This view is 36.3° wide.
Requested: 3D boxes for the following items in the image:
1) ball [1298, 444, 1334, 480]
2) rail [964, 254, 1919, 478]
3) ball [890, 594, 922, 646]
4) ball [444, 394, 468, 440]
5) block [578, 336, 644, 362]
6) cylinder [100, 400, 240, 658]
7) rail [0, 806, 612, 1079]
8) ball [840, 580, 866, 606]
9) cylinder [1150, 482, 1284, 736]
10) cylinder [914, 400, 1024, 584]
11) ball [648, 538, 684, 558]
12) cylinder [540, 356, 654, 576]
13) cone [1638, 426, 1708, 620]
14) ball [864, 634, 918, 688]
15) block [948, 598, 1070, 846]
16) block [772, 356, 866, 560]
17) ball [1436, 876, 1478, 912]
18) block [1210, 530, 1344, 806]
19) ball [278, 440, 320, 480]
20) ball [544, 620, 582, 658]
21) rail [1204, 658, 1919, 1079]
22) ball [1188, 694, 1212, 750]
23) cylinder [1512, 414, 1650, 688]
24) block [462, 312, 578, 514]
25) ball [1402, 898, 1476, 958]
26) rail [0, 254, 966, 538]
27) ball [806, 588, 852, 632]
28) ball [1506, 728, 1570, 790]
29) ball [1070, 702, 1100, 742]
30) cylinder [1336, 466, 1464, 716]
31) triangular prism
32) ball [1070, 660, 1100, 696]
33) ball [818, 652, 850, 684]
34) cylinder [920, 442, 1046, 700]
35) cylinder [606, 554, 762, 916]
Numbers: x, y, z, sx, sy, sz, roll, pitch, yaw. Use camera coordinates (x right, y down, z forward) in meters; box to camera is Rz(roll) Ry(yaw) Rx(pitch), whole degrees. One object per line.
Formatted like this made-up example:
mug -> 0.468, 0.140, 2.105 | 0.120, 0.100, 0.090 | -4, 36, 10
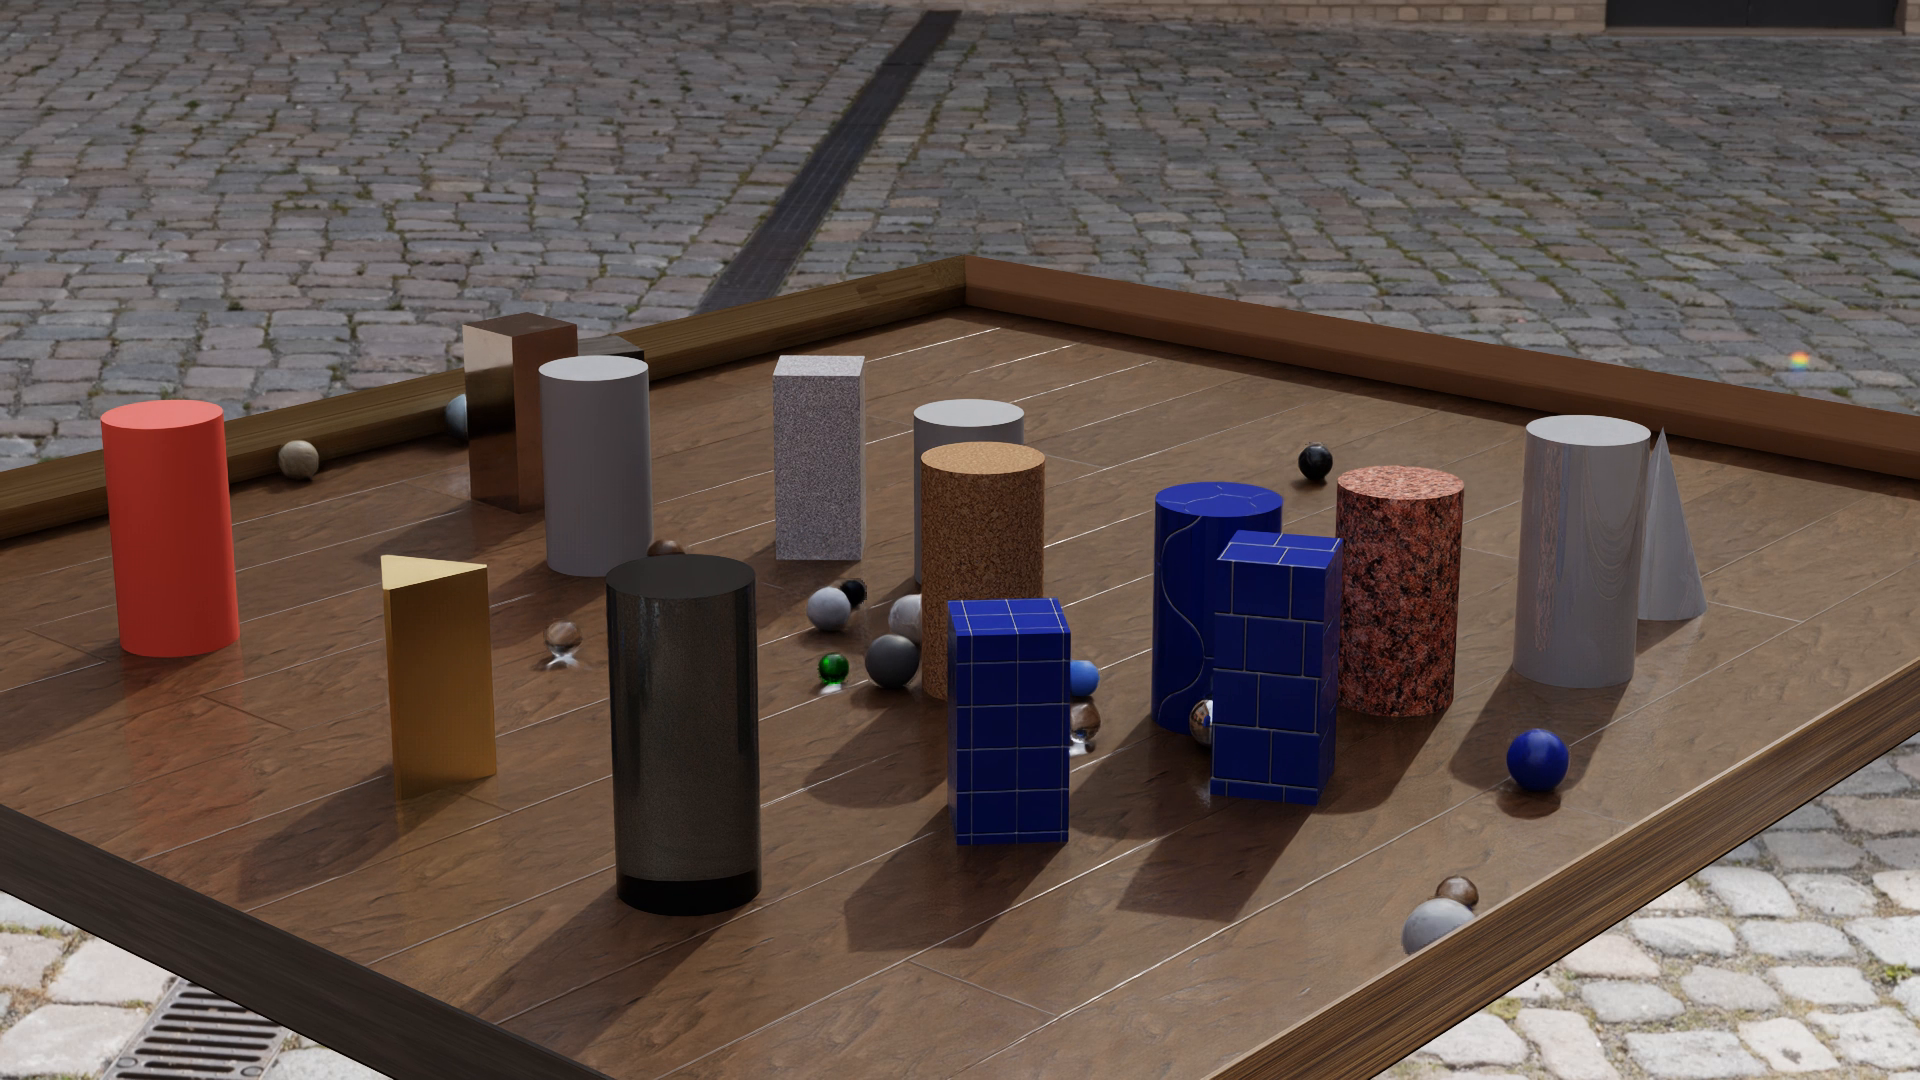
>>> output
ball -> 0.708, -0.155, 5.840 | 0.070, 0.070, 0.070 | 0, 17, 0
rail -> 1.173, -0.359, 6.414 | 3.121, 0.126, 0.045 | 14, 22, 39
ball -> -0.074, 0.132, 4.858 | 0.087, 0.087, 0.087 | 0, 17, 0
ball -> -1.031, -0.257, 6.133 | 0.095, 0.095, 0.095 | 0, 17, 0
block -> -0.735, -0.271, 5.922 | 0.155, 0.245, 0.155 | -8, 19, -26
cylinder -> -1.303, -0.021, 4.845 | 0.194, 0.387, 0.194 | 0, 17, 0
rail -> -1.173, 0.422, 3.826 | 3.121, 0.126, 0.045 | 14, 22, 39
ball -> -0.186, 0.091, 5.068 | 0.045, 0.045, 0.045 | 0, 17, 0
cylinder -> 0.392, 0.105, 4.493 | 0.194, 0.349, 0.194 | 0, 17, 0
cylinder -> 0.016, -0.079, 5.185 | 0.194, 0.302, 0.194 | 0, 17, 0
ball -> -0.524, 0.029, 5.233 | 0.067, 0.067, 0.067 | 0, 17, 0
cylinder -> -0.652, -0.134, 5.269 | 0.194, 0.359, 0.194 | 0, 17, 0
cone -> 1.197, -0.042, 5.039 | 0.194, 0.316, 0.194 | 0, 17, 0
ball -> -0.109, 0.192, 4.661 | 0.086, 0.086, 0.086 | 0, 17, 0
block -> 0.066, 0.251, 4.085 | 0.155, 0.305, 0.155 | -1, 17, -5
block -> -0.254, -0.151, 5.351 | 0.155, 0.344, 0.155 | 0, 17, 2
ball -> 0.646, 0.464, 3.813 | 0.056, 0.056, 0.056 | 0, 17, 0
block -> 0.457, 0.182, 4.229 | 0.155, 0.354, 0.155 | 5, 17, 16
ball -> -1.316, -0.159, 5.835 | 0.080, 0.080, 0.080 | 0, 17, 0
ball -> -0.649, 0.161, 4.804 | 0.062, 0.062, 0.062 | 0, 17, 0
rail -> 1.160, 0.323, 4.156 | 0.045, 0.126, 3.627 | 14, 22, 39
ball -> 0.386, 0.272, 4.397 | 0.086, 0.086, 0.086 | 0, 17, 0
cylinder -> 0.995, 0.017, 4.699 | 0.194, 0.399, 0.194 | 0, 17, 0
block -> -0.843, -0.247, 5.663 | 0.155, 0.347, 0.155 | 16, 23, 42
ball -> 0.599, 0.494, 3.643 | 0.097, 0.097, 0.097 | 0, 17, 0
rail -> -1.160, -0.259, 6.085 | 0.045, 0.126, 3.627 | 14, 22, 39
ball -> -0.221, 0.117, 4.932 | 0.074, 0.074, 0.074 | 0, 17, 0
ball -> 0.836, 0.318, 4.238 | 0.090, 0.090, 0.090 | 0, 17, 0
ball -> 0.182, 0.275, 4.428 | 0.062, 0.062, 0.062 | 0, 17, 0
cylinder -> 0.681, 0.078, 4.582 | 0.194, 0.350, 0.194 | 0, 17, 0
triangular prism -> -0.792, 0.190, 4.268 | 0.168, 0.317, 0.145 | -14, 22, -40
ball -> 0.191, 0.217, 4.625 | 0.058, 0.058, 0.058 | 0, 17, 0
ball -> -0.202, 0.205, 4.679 | 0.051, 0.051, 0.051 | 0, 17, 0
cylinder -> 0.036, 0.051, 4.629 | 0.194, 0.375, 0.194 | 0, 17, 0
cylinder -> -0.361, 0.254, 3.850 | 0.194, 0.435, 0.194 | 0, 17, 0
